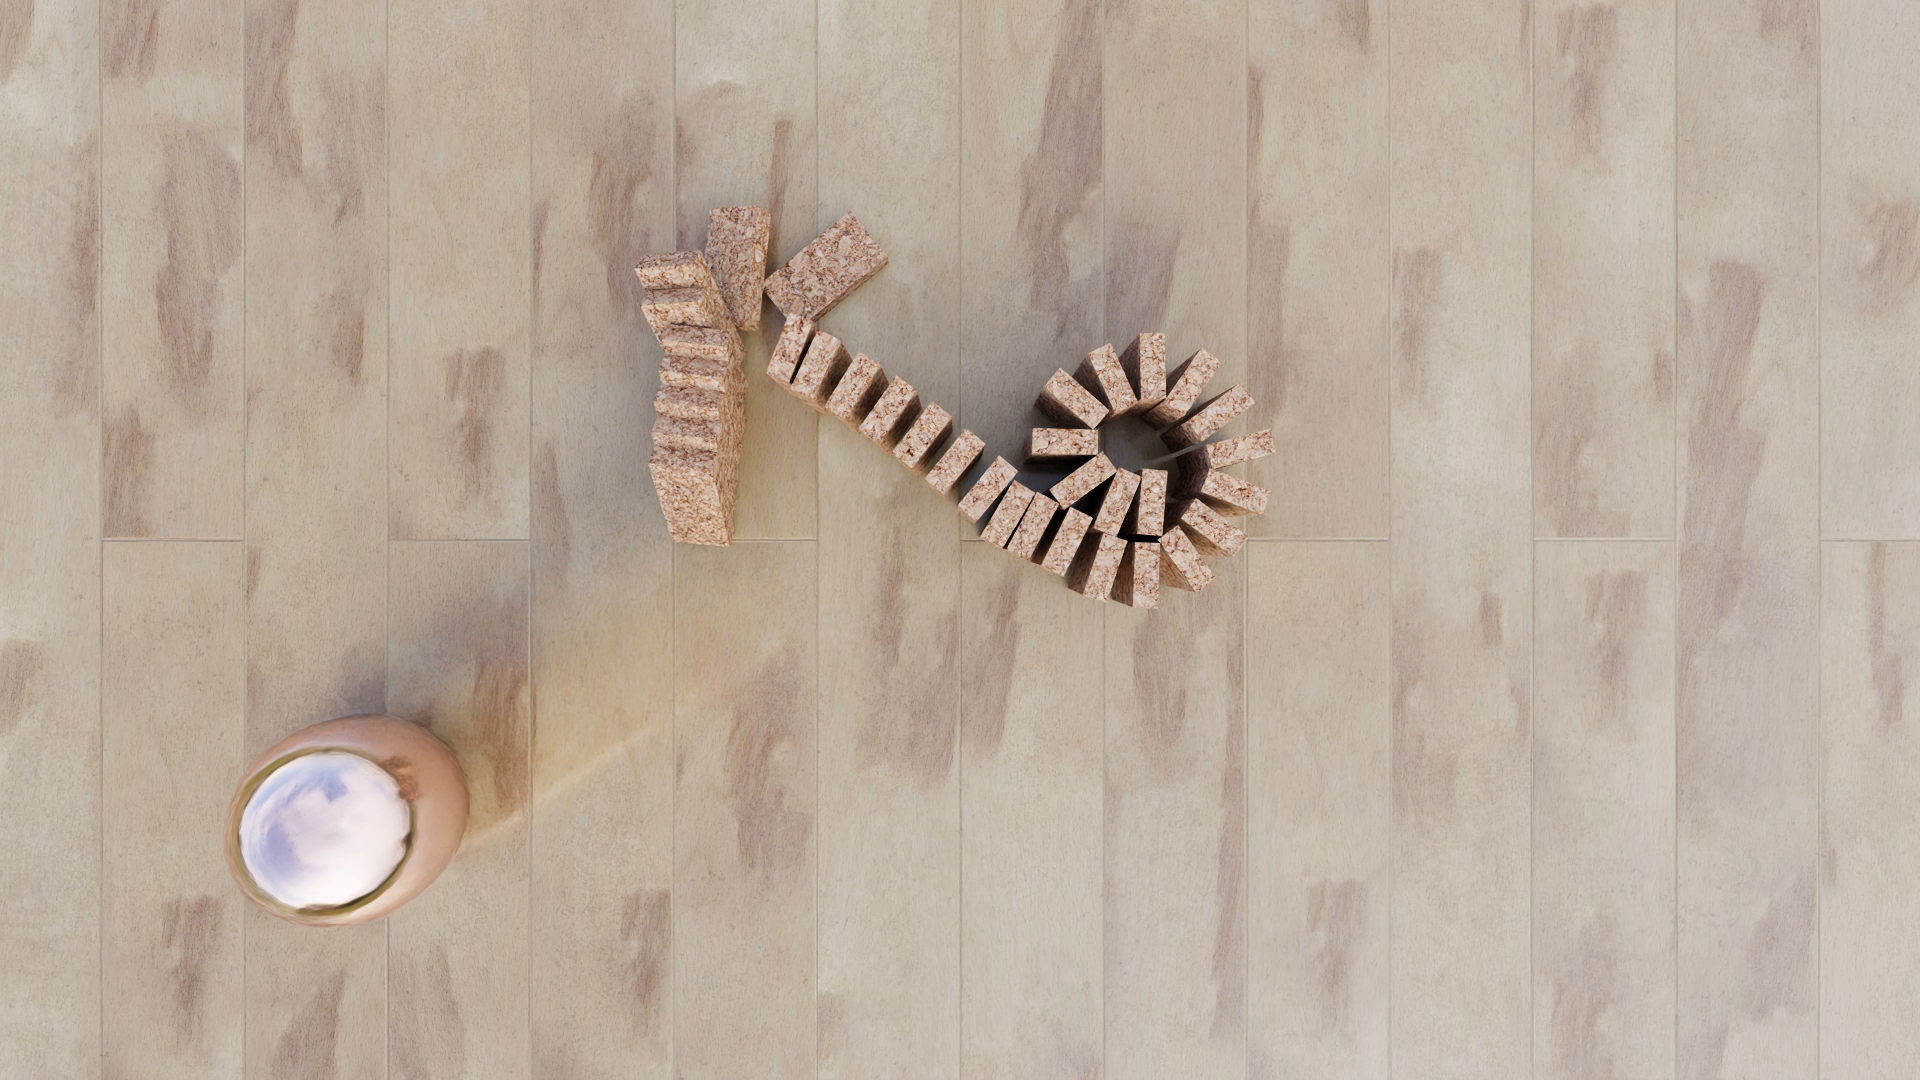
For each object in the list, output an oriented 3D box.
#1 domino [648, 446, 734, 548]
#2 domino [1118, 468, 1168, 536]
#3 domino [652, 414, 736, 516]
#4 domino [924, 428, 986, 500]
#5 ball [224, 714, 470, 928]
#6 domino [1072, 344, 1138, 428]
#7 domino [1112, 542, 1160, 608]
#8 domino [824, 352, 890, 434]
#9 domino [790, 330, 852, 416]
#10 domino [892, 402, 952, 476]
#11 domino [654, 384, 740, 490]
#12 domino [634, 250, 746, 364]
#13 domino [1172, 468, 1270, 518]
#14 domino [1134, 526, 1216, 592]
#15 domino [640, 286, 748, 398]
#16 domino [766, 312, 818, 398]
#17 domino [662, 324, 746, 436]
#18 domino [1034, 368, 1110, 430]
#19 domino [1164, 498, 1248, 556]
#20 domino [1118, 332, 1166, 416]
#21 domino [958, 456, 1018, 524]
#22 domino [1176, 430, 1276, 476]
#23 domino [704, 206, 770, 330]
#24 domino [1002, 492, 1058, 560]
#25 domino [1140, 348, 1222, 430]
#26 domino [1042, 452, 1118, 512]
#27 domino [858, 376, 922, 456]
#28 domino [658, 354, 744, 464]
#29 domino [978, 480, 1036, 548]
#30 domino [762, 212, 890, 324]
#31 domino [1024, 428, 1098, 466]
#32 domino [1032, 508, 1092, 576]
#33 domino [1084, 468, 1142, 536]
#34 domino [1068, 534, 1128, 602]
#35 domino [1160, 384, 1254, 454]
[{"bbox_3d":[-0.110,-0.017,0.377,0.025,0.050,0.010,6,53,0],"label":"domino"},{"bbox_3d":[0.074,-0.014,0.375,0.009,0.050,0.025,5,90,0],"label":"domino"},{"bbox_3d":[-0.109,-0.029,0.377,0.025,0.050,0.009,6,52,0],"label":"domino"},{"bbox_3d":[-0.002,-0.030,0.375,0.009,0.050,0.025,39,90,0],"label":"domino"},{"bbox_3d":[-0.238,0.109,0.360,0.080,0.080,0.080,0,90,0],"label":"ball"},{"bbox_3d":[0.058,-0.062,0.375,0.009,0.050,0.025,-25,90,0],"label":"domino"},{"bbox_3d":[0.071,0.014,0.375,0.009,0.050,0.025,2,90,0],"label":"domino"},{"bbox_3d":[-0.041,-0.059,0.375,0.009,0.050,0.025,32,90,0],"label":"domino"},{"bbox_3d":[-0.055,-0.067,0.375,0.009,0.050,0.025,25,90,0],"label":"domino"},{"bbox_3d":[-0.015,-0.040,0.375,0.009,0.050,0.025,38,90,0],"label":"domino"},{"bbox_3d":[-0.108,-0.041,0.377,0.025,0.050,0.009,6,52,0],"label":"domino"},{"bbox_3d":[-0.109,-0.093,0.375,0.025,0.050,0.009,0,50,14],"label":"domino"},{"bbox_3d":[0.105,-0.019,0.375,0.025,0.050,0.009,21,90,0],"label":"domino"},{"bbox_3d":[0.087,0.007,0.375,0.010,0.050,0.025,-36,90,0],"label":"domino"},{"bbox_3d":[-0.108,-0.079,0.376,0.025,0.050,0.010,-1,50,10],"label":"domino"},{"bbox_3d":[-0.065,-0.074,0.375,0.010,0.050,0.025,22,90,0],"label":"domino"},{"bbox_3d":[-0.104,-0.065,0.377,0.025,0.050,0.009,6,52,0],"label":"domino"},{"bbox_3d":[0.045,-0.054,0.375,0.025,0.050,0.009,41,90,0],"label":"domino"},{"bbox_3d":[0.097,-0.005,0.375,0.025,0.050,0.009,36,90,0],"label":"domino"},{"bbox_3d":[0.074,-0.067,0.375,0.010,0.050,0.025,-1,90,0],"label":"domino"},{"bbox_3d":[0.011,-0.020,0.375,0.009,0.050,0.025,40,90,0],"label":"domino"},{"bbox_3d":[0.107,-0.035,0.375,0.025,0.050,0.009,-14,90,0],"label":"domino"},{"bbox_3d":[-0.096,-0.115,0.391,0.025,0.009,0.050,6,90,25],"label":"domino"},{"bbox_3d":[0.028,-0.005,0.375,0.010,0.050,0.025,28,90,0],"label":"domino"},{"bbox_3d":[0.089,-0.060,0.375,0.009,0.050,0.025,35,90,0],"label":"domino"},{"bbox_3d":[0.047,-0.023,0.375,0.025,0.050,0.009,-36,90,0],"label":"domino"},{"bbox_3d":[-0.028,-0.050,0.375,0.010,0.050,0.025,35,90,0],"label":"domino"},{"bbox_3d":[-0.106,-0.053,0.377,0.025,0.050,0.009,7,52,0],"label":"domino"},{"bbox_3d":[0.018,-0.010,0.375,0.010,0.050,0.025,31,90,0],"label":"domino"},{"bbox_3d":[-0.058,-0.115,0.395,0.050,0.010,0.025,-39,90,0],"label":"domino"},{"bbox_3d":[0.040,-0.038,0.375,0.025,0.050,0.009,1,90,0],"label":"domino"},{"bbox_3d":[0.041,0.001,0.375,0.009,0.050,0.025,27,90,0],"label":"domino"},{"bbox_3d":[0.060,-0.014,0.375,0.010,0.050,0.025,23,90,0],"label":"domino"},{"bbox_3d":[0.055,0.011,0.375,0.009,0.050,0.025,19,90,0],"label":"domino"},{"bbox_3d":[0.100,-0.049,0.375,0.025,0.050,0.010,-36,90,0],"label":"domino"}]
